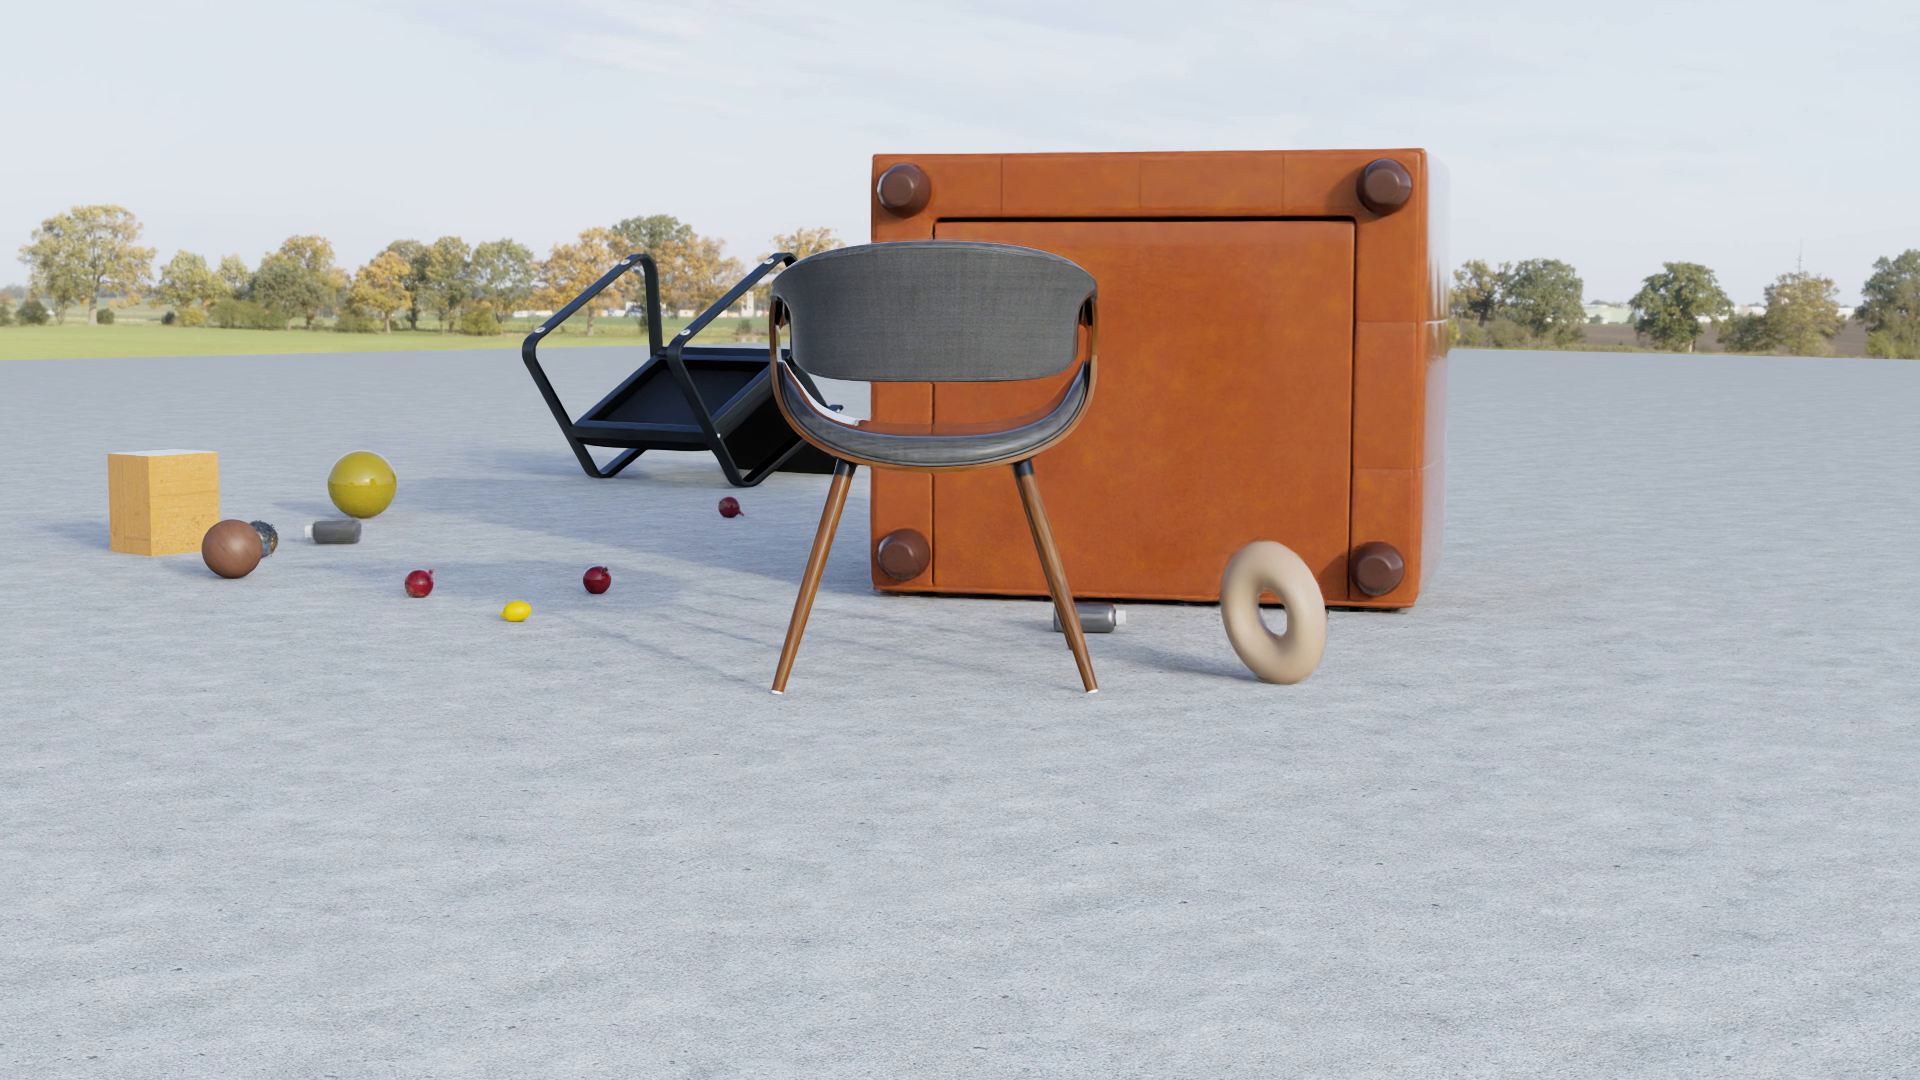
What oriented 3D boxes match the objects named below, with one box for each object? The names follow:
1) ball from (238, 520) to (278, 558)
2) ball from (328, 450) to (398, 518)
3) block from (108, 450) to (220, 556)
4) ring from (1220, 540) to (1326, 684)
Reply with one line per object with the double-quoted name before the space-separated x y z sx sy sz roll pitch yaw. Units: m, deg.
"ball" -1.639 -0.001 5.993 0.089 0.089 0.089 0 6 0
"ball" -1.625 -0.152 6.978 0.186 0.186 0.186 0 6 0
"block" -1.909 -0.092 6.155 0.165 0.236 0.193 5 7 38
"ring" 0.506 0.117 4.148 0.170 0.242 0.087 -15 3 32
